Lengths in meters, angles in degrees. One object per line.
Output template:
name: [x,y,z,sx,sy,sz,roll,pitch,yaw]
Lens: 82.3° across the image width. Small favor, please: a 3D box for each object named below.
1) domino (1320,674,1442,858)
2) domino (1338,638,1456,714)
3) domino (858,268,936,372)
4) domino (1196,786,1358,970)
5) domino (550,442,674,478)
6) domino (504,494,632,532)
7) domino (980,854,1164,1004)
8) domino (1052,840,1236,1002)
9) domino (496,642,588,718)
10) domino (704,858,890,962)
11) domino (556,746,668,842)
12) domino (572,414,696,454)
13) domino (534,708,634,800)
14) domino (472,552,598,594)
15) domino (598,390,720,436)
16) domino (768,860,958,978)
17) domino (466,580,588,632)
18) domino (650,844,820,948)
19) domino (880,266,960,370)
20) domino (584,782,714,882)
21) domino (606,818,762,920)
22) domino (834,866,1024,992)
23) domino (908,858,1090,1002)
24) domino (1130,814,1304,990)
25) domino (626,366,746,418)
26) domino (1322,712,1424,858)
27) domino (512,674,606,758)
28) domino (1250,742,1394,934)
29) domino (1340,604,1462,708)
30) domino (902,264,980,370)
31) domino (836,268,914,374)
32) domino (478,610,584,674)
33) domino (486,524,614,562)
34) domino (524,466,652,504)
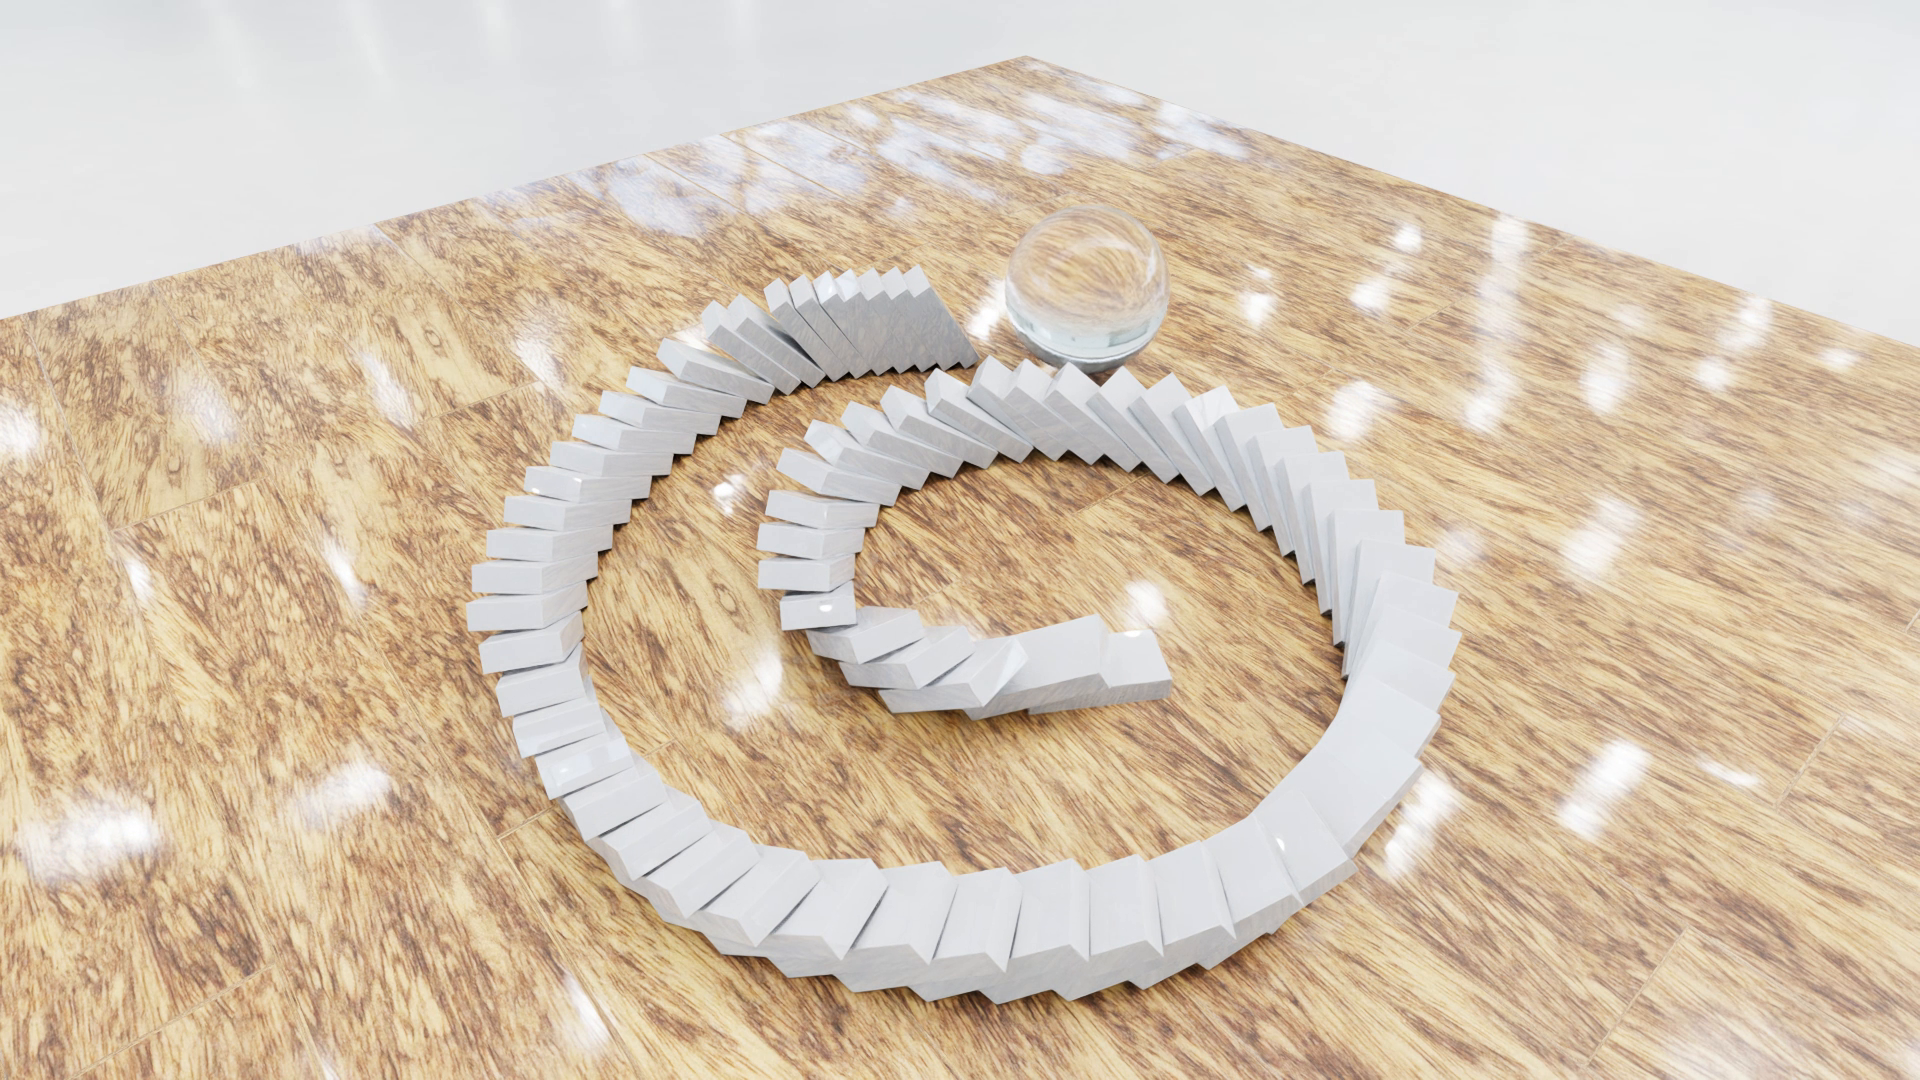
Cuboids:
domino: [0.123,0.069,0.338,0.025,0.010,0.050,32,83,33]
domino: [0.134,0.060,0.350,0.025,0.010,0.050,28,81,29]
domino: [-0.031,-0.109,0.546,0.010,0.050,0.025,-33,41,9]
domino: [0.082,0.094,0.307,0.050,0.010,0.025,-38,42,9]
domino: [-0.146,-0.034,0.465,0.025,0.010,0.050,14,8,16]
domino: [-0.155,-0.012,0.437,0.025,0.009,0.050,9,7,11]
domino: [0.029,0.105,0.295,0.050,0.009,0.025,-26,34,22]
domino: [0.047,0.103,0.297,0.050,0.009,0.025,-29,36,19]
domino: [-0.138,0.046,0.367,0.025,0.010,0.050,-14,8,-16]
domino: [-0.045,0.100,0.300,0.050,0.009,0.025,-15,26,40]
domino: [-0.107,0.075,0.332,0.025,0.009,0.050,-24,12,-26]
domino: [-0.141,-0.046,0.479,0.025,0.009,0.050,19,10,21]
domino: [-0.119,0.066,0.343,0.025,0.009,0.050,-20,10,-23]
domino: [-0.157,0.012,0.409,0.025,0.009,0.050,2,6,3]
domino: [-0.133,-0.057,0.492,0.025,0.009,0.050,22,11,24]
domino: [-0.026,0.103,0.297,0.050,0.009,0.025,-19,29,33]
domino: [-0.154,0.023,0.394,0.025,0.010,0.050,-2,6,-2]
domino: [-0.064,0.096,0.305,0.050,0.010,0.025,-10,24,47]
domino: [-0.020,-0.110,0.547,0.010,0.050,0.025,-33,41,9]
domino: [-0.094,0.083,0.322,0.025,0.009,0.050,-29,14,-30]
domino: [-0.080,0.090,0.312,0.025,0.010,0.050,-34,16,-33]
domino: [-0.009,0.105,0.295,0.050,0.010,0.025,-20,30,30]
domino: [0.010,0.105,0.295,0.050,0.010,0.025,-24,32,25]
domino: [0.065,0.099,0.301,0.050,0.009,0.025,-33,39,13]
domino: [-0.125,-0.068,0.505,0.025,0.009,0.050,27,13,29]
domino: [0.111,0.079,0.327,0.050,0.009,0.025,-48,52,-2]
domino: [-0.130,0.056,0.355,0.025,0.009,0.050,-17,9,-19]
domino: [0.097,0.086,0.318,0.050,0.010,0.025,-46,50,0]
domino: [0.143,0.049,0.362,0.025,0.009,0.050,23,79,25]
domino: [-0.009,-0.111,0.549,0.009,0.050,0.025,-33,41,9]
domino: [-0.042,-0.108,0.545,0.009,0.050,0.025,-33,41,9]
domino: [-0.147,0.035,0.380,0.025,0.010,0.050,-9,6,-11]
domino: [-0.156,0.000,0.423,0.025,0.010,0.050,5,6,7]
domino: [-0.152,-0.023,0.452,0.025,0.010,0.050,12,8,15]
